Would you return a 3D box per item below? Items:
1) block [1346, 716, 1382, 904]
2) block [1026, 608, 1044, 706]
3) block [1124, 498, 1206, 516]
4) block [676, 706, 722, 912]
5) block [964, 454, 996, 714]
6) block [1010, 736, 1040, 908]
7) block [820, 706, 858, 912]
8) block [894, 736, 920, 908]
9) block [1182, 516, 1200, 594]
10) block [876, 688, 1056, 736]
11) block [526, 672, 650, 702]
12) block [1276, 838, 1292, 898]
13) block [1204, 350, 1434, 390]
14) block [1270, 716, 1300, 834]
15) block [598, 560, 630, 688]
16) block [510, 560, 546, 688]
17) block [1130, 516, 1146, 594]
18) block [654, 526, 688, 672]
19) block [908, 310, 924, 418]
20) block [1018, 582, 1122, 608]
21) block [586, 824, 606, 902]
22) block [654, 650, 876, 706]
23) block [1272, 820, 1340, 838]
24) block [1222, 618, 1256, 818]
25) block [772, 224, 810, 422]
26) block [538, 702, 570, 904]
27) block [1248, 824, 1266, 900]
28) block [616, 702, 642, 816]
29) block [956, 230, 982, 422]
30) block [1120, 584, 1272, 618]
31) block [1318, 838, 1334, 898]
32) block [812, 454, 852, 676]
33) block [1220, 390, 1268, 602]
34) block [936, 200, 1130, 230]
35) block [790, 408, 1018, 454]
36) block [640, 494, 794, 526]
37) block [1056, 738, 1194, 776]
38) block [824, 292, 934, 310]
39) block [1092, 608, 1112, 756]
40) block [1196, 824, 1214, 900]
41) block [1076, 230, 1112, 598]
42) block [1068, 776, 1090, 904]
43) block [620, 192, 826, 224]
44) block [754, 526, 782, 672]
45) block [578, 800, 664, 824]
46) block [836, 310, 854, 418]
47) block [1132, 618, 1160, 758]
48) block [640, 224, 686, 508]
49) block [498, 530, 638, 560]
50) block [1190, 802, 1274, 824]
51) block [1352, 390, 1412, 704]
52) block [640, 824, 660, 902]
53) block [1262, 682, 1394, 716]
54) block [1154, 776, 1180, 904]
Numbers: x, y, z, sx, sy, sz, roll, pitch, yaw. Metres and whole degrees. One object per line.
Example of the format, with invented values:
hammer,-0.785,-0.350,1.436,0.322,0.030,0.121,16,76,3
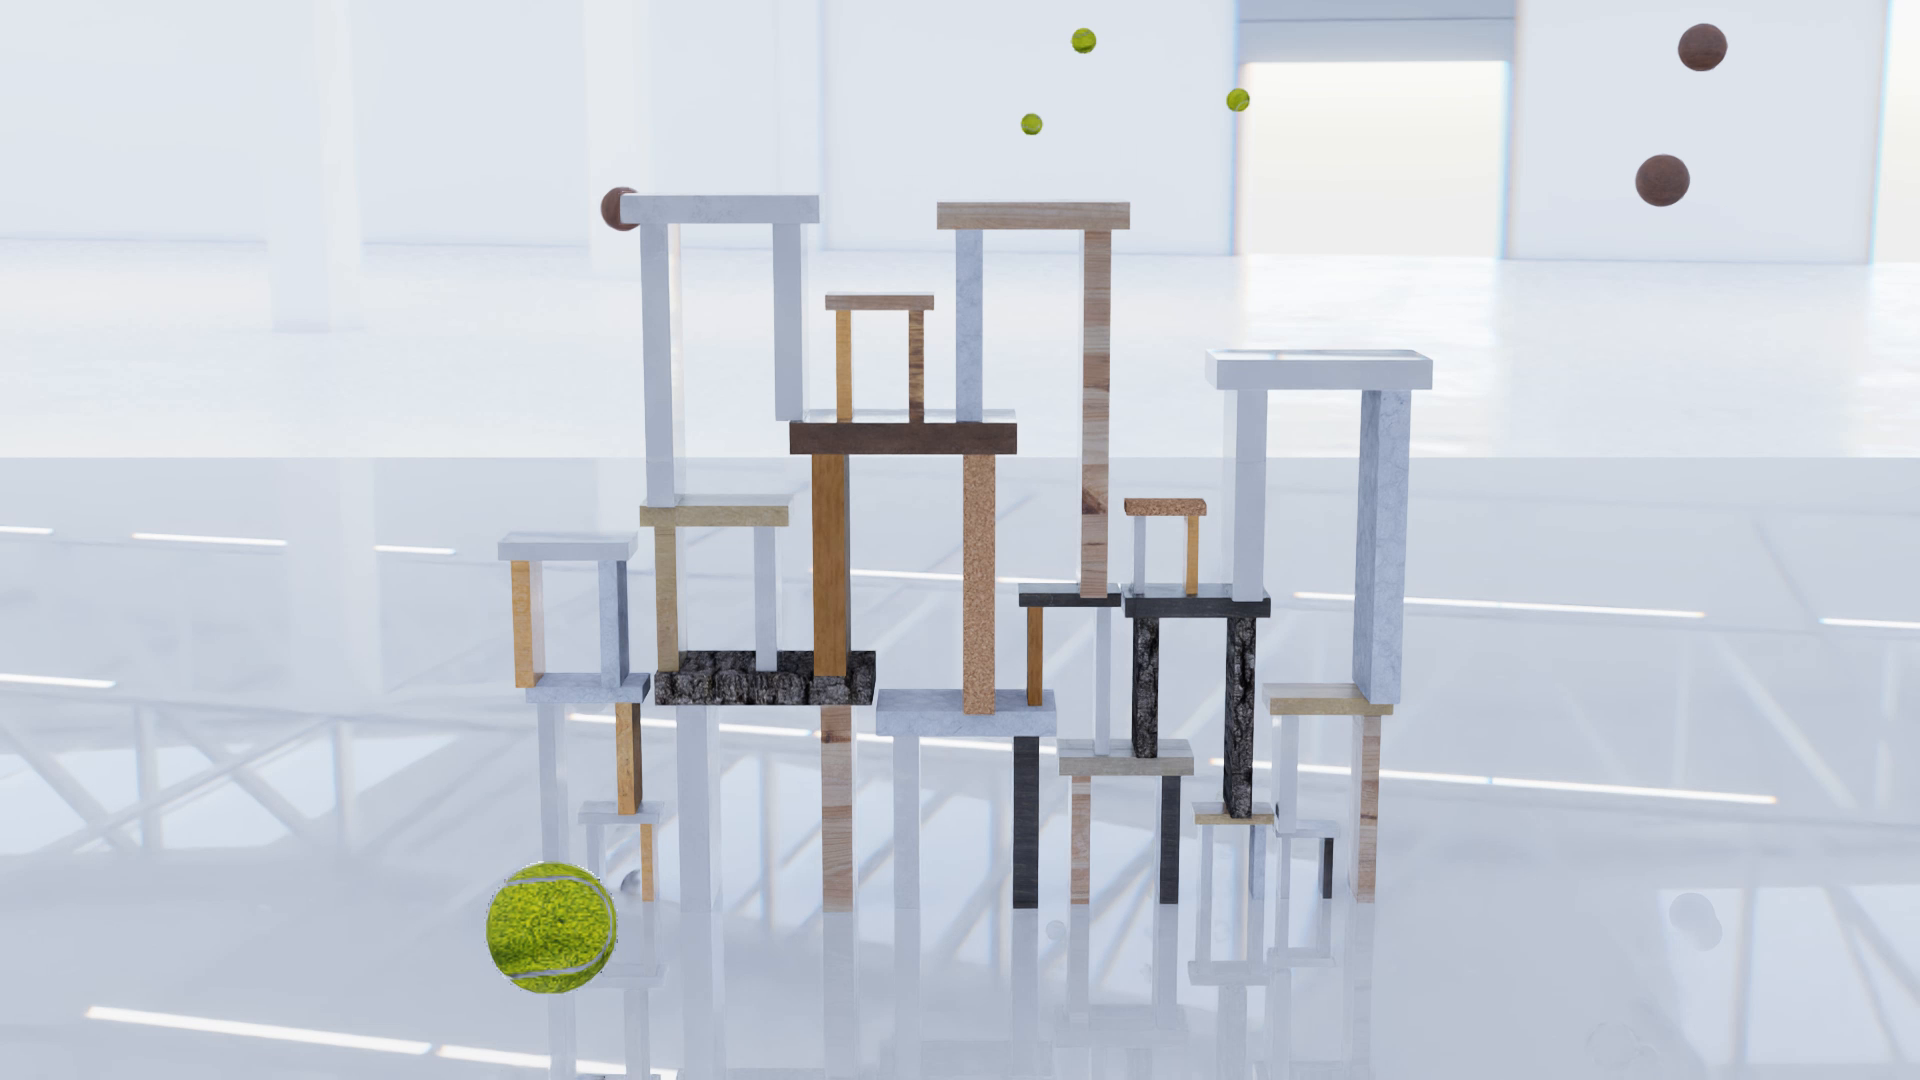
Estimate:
block,0.669,0.432,3.643,0.028,0.320,0.100,0,11,0
block,0.122,0.181,3.595,0.023,0.165,0.082,0,11,0
block,0.331,-0.053,3.554,0.128,0.018,0.064,0,11,0
block,-0.430,0.420,3.635,0.049,0.347,0.174,0,11,0
block,0.030,0.057,3.566,0.050,0.420,0.178,0,11,0
block,0.107,0.447,3.643,0.041,0.292,0.146,0,11,0
block,-0.199,0.420,3.635,0.049,0.347,0.174,0,11,0
block,-0.087,0.447,3.643,0.041,0.292,0.146,0,11,0
block,0.374,0.018,3.567,0.018,0.128,0.064,0,11,0
block,0.010,0.283,3.612,0.292,0.041,0.146,0,11,0
block,-0.608,0.242,3.602,0.189,0.027,0.095,0,11,0
block,0.539,0.538,3.662,0.015,0.105,0.053,0,11,0
block,0.568,-0.272,3.509,0.337,0.048,0.168,0,11,0
block,0.536,0.373,3.632,0.028,0.200,0.100,0,11,0
block,-0.563,0.126,3.579,0.030,0.209,0.104,0,11,0
block,-0.702,0.126,3.579,0.030,0.209,0.104,0,11,0
block,0.289,0.018,3.567,0.018,0.128,0.064,0,11,0
block,-0.469,0.084,3.572,0.034,0.237,0.118,0,11,0
block,-0.069,-0.283,3.503,0.024,0.171,0.086,0,11,0
block,0.177,0.089,3.578,0.165,0.023,0.082,0,11,0
block,-0.604,0.525,3.653,0.019,0.133,0.067,0,11,0
block,-0.314,0.225,3.599,0.347,0.049,0.174,0,11,0
block,0.574,0.479,3.651,0.105,0.015,0.053,0,11,0
block,0.459,0.279,3.611,0.033,0.335,0.117,0,11,0
block,-0.267,-0.351,3.494,0.043,0.307,0.153,0,11,0
block,-0.671,0.423,3.636,0.027,0.341,0.095,0,11,0
block,0.494,0.526,3.657,0.018,0.131,0.065,0,11,0
block,-0.545,0.348,3.622,0.027,0.189,0.095,0,11,0
block,0.014,-0.346,3.491,0.042,0.298,0.149,0,11,0
block,0.381,0.098,3.577,0.233,0.033,0.117,0,11,0
block,0.609,0.538,3.662,0.015,0.105,0.053,0,11,0
block,-0.207,0.026,3.560,0.050,0.356,0.178,0,11,0
block,0.456,-0.084,3.544,0.048,0.337,0.168,0,11,0
block,0.113,-0.513,3.460,0.298,0.042,0.149,0,11,0
block,-0.089,-0.175,3.523,0.356,0.050,0.178,0,11,0
block,-0.390,-0.049,3.547,0.237,0.034,0.118,0,11,0
block,0.271,0.358,3.630,0.220,0.031,0.110,0,11,0
block,-0.126,-0.379,3.485,0.171,0.024,0.086,0,11,0
block,0.232,0.222,3.602,0.023,0.247,0.082,0,11,0
block,0.407,0.526,3.657,0.018,0.131,0.065,0,10,0
block,0.213,-0.207,3.516,0.042,0.580,0.149,0,11,0
block,0.197,0.481,3.653,0.031,0.220,0.110,0,11,0
block,-0.370,-0.523,3.462,0.307,0.043,0.153,0,11,0
block,-0.311,0.084,3.572,0.034,0.237,0.118,0,11,0
block,-0.560,0.451,3.639,0.133,0.019,0.067,0,11,0
block,-0.183,-0.283,3.503,0.024,0.171,0.086,0,11,0
block,0.303,0.229,3.601,0.033,0.233,0.117,0,11,0
block,-0.472,-0.284,3.507,0.043,0.444,0.153,0,11,0
block,-0.633,0.009,3.558,0.209,0.030,0.104,0,11,0
block,0.451,0.453,3.643,0.131,0.018,0.065,0,11,0
block,0.681,-0.001,3.559,0.048,0.505,0.168,0,11,0
block,-0.515,0.525,3.653,0.019,0.133,0.067,0,11,0
block,0.602,0.261,3.612,0.200,0.028,0.100,0,11,0
block,0.344,0.481,3.653,0.031,0.220,0.110,0,11,0
